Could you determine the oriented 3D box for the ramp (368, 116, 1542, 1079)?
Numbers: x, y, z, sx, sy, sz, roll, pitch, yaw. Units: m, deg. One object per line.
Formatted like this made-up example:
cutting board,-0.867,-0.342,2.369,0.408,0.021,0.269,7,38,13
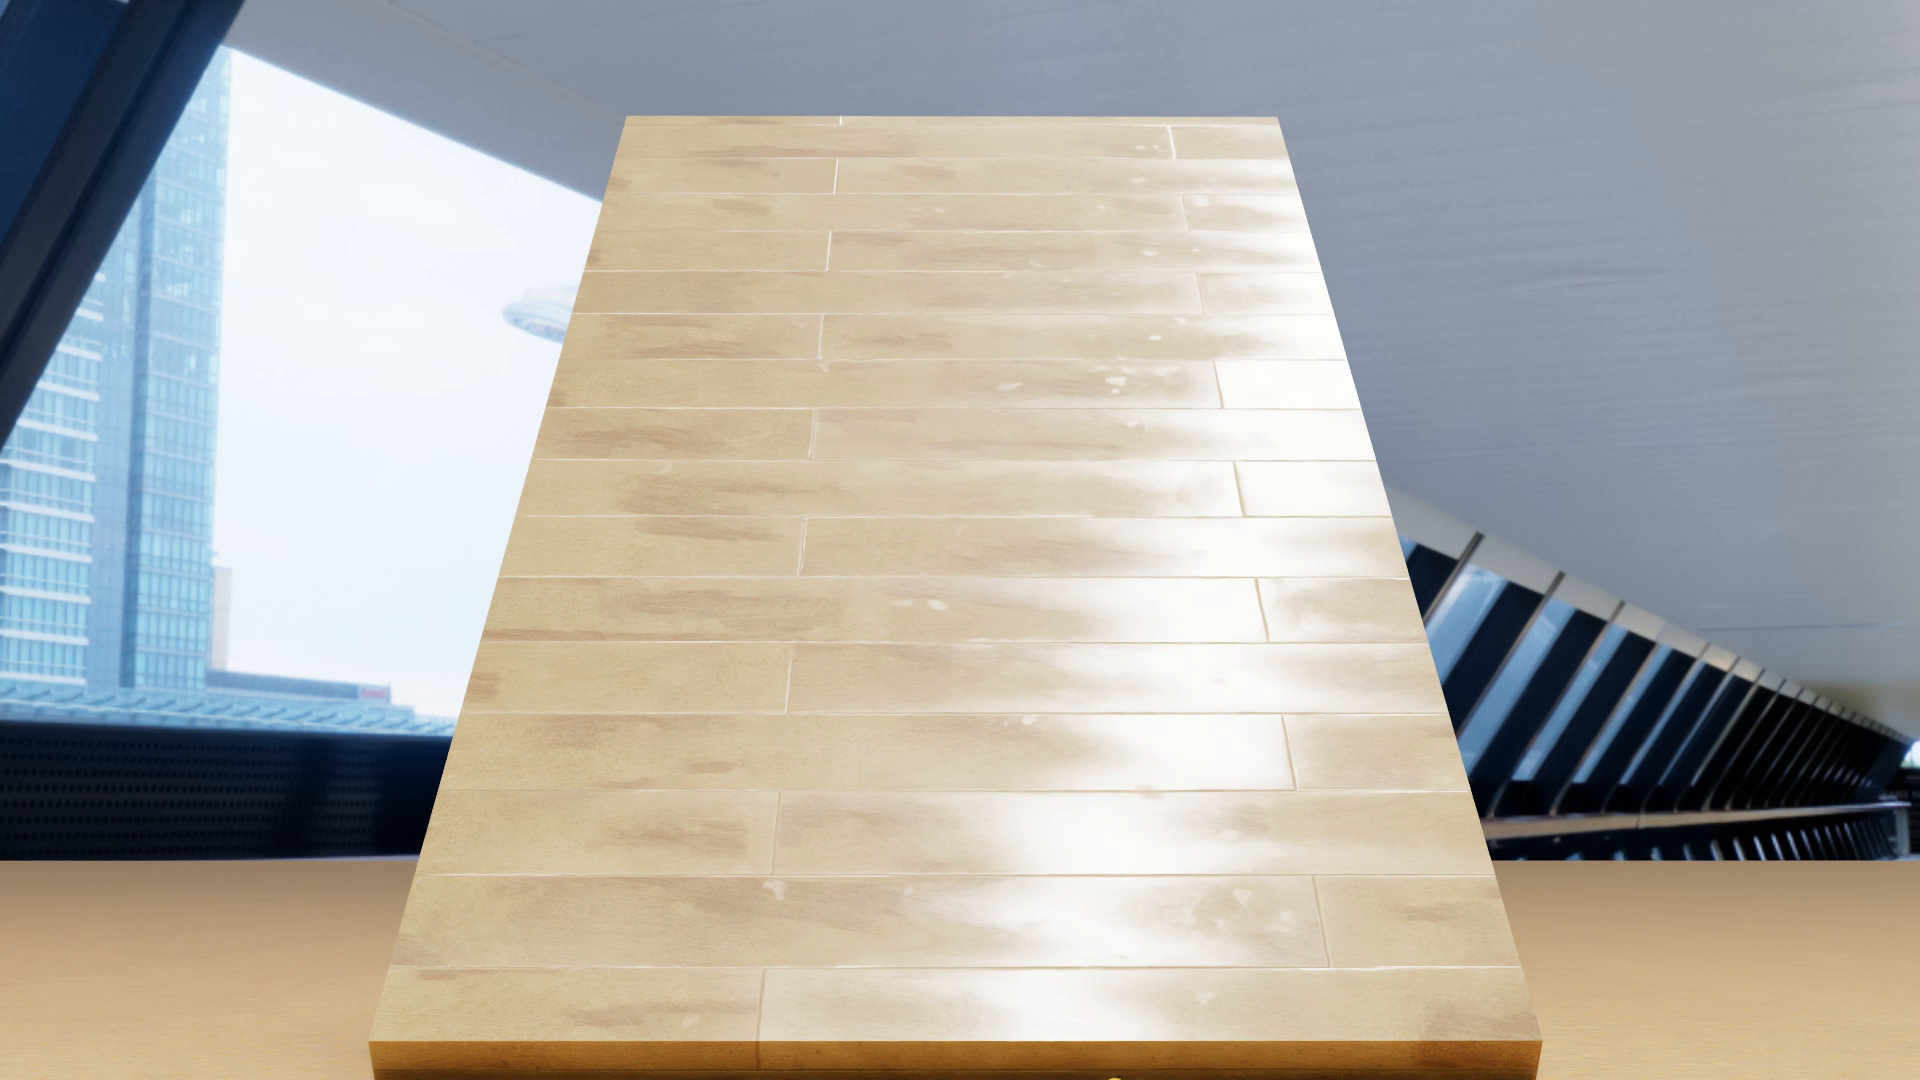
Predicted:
ramp,-0.015,-0.183,5.890,2.000,0.100,4.000,0,33,0
